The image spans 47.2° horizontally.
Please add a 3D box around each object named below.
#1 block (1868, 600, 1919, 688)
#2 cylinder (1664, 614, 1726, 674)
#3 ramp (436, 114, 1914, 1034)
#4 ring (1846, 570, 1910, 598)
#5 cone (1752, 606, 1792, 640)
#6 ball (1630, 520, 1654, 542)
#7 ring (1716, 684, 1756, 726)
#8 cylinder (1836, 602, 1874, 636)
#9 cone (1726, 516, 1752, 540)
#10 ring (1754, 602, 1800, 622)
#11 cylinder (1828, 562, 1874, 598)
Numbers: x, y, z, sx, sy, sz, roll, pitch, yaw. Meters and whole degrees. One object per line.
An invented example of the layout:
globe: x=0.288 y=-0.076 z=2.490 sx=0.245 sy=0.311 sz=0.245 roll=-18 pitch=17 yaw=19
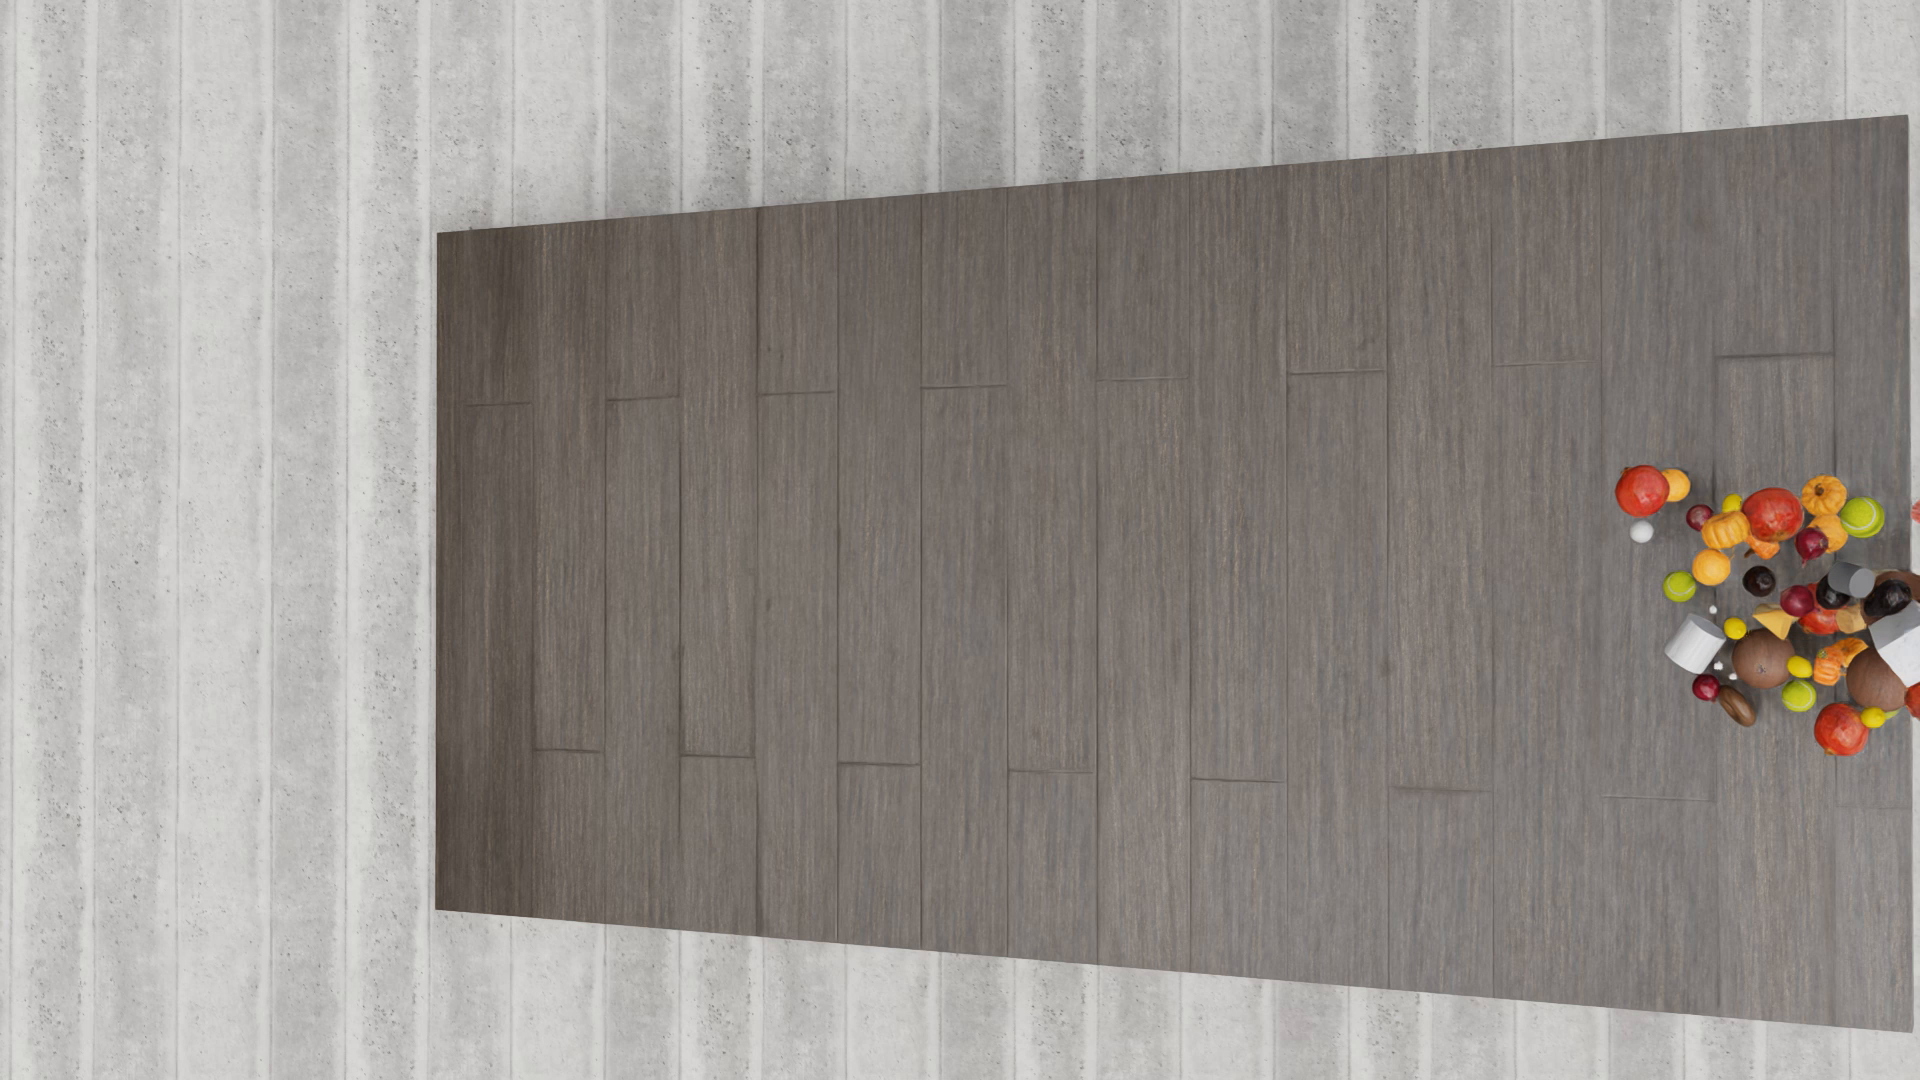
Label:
block: x=1.669 y=0.181 z=3.859 sx=0.092 sy=0.092 sz=0.092 roll=-38 pitch=103 yaw=26
cylinder: x=1.552 y=0.219 z=4.641 sx=0.091 sy=0.091 sz=0.091 roll=28 pitch=113 yaw=0
ramp: x=0.282 y=0.081 z=5.687 sx=4.000 sy=0.100 sz=2.000 roll=0 pitch=89 yaw=25
ring: x=1.787 y=0.086 z=4.294 sx=0.123 sy=0.123 sz=0.041 roll=-1 pitch=77 yaw=0
cone: x=1.661 y=0.163 z=4.514 sx=0.072 sy=0.072 sz=0.072 roll=15 pitch=89 yaw=34
ball: x=1.492 y=-0.019 z=4.815 sx=0.051 sy=0.051 sz=0.051 roll=0 pitch=89 yaw=0
ring: x=1.703 y=0.363 z=4.826 sx=0.036 sy=0.109 sz=0.109 roll=-38 pitch=89 yaw=2
cylinder: x=1.880 y=0.165 z=4.619 sx=0.053 sy=0.053 sz=0.053 roll=-28 pitch=89 yaw=-32
cone: x=1.623 y=-0.016 z=4.573 sx=0.051 sy=0.051 sz=0.051 roll=4 pitch=111 yaw=10
ring: x=1.715 y=0.154 z=4.614 sx=0.090 sy=0.090 sz=0.030 roll=4 pitch=102 yaw=0
cylinder: x=1.538 y=0.069 z=3.796 sx=0.053 sy=0.053 sz=0.053 roll=-4 pitch=104 yaw=-18
